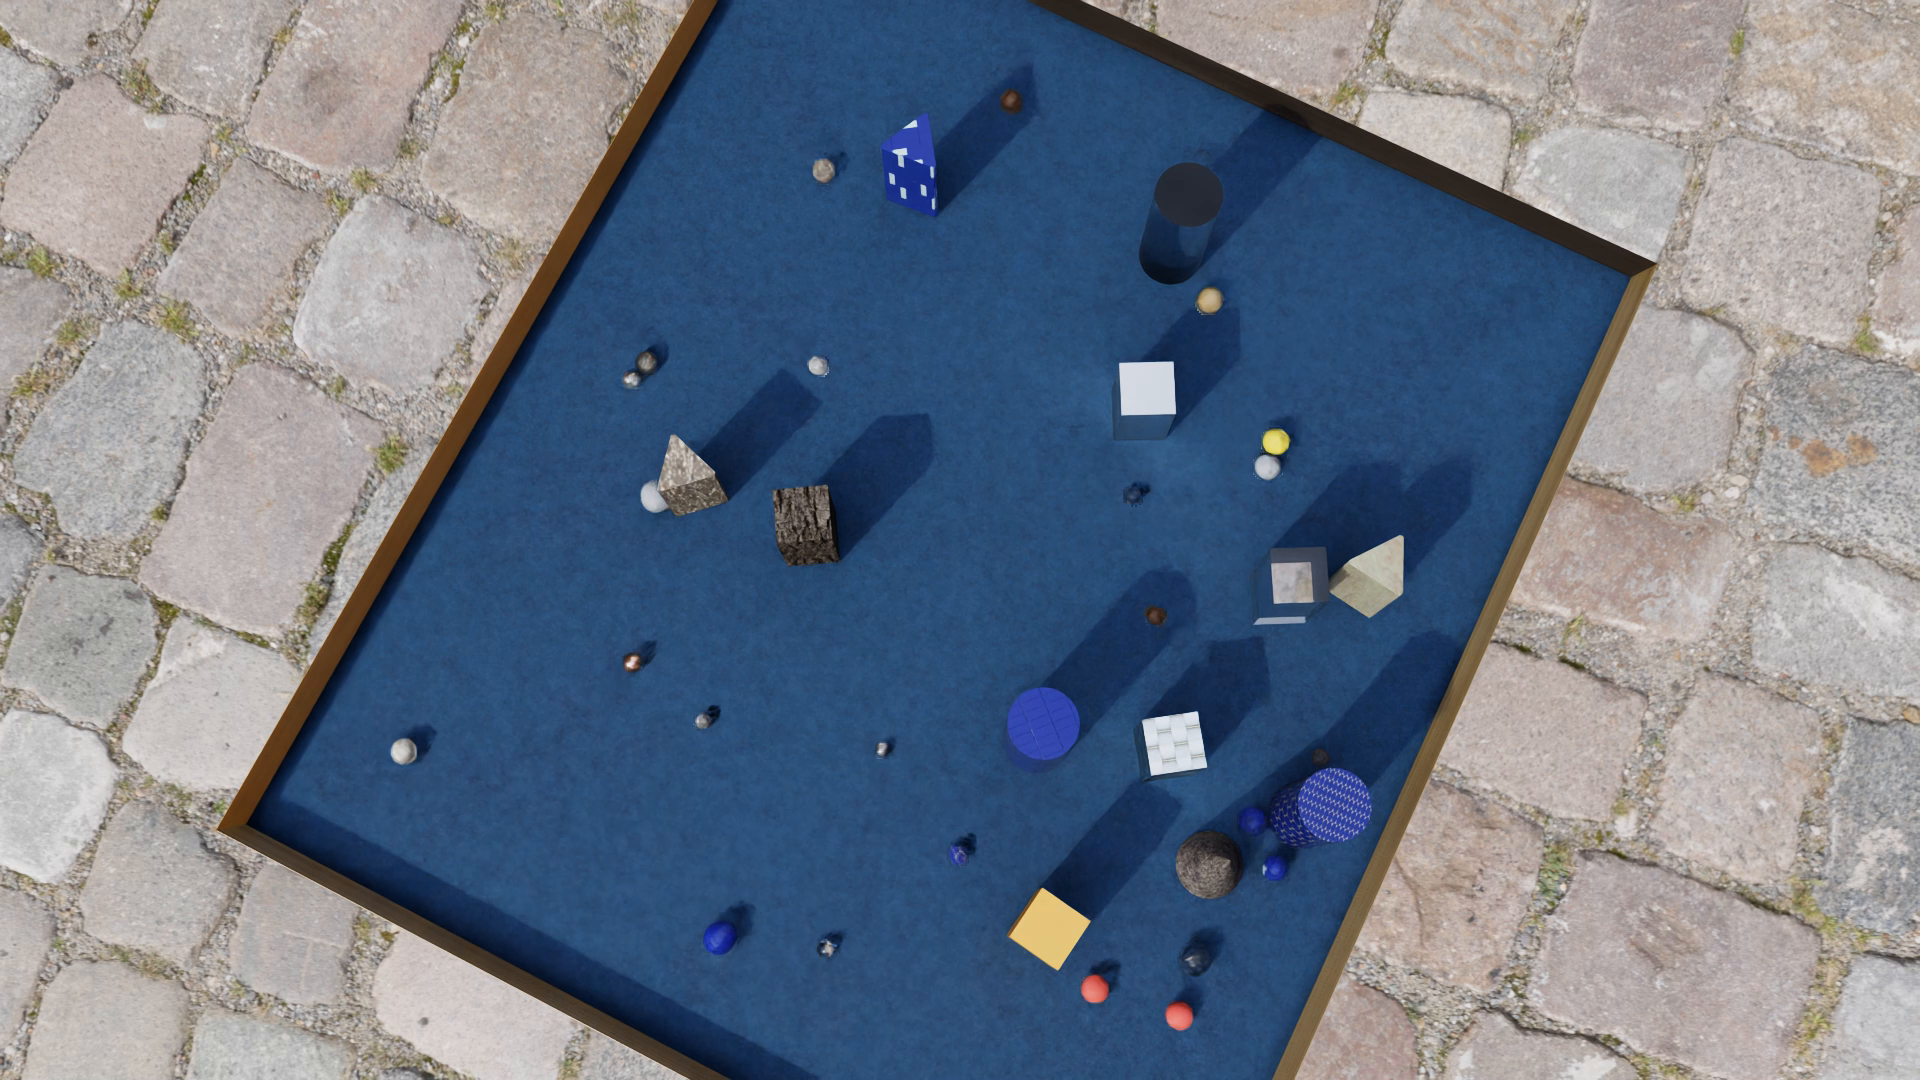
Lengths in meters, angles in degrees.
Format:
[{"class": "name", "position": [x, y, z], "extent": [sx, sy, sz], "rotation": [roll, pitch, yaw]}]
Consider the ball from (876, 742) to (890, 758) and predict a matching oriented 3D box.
[{"class": "ball", "position": [-0.231, 0.626, 5.465], "extent": [0.044, 0.044, 0.044], "rotation": [0, 78, 0]}]

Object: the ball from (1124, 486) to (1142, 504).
[{"class": "ball", "position": [0.530, -0.137, 5.617], "extent": [0.054, 0.054, 0.054], "rotation": [0, 78, 0]}]

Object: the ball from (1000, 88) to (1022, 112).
[{"class": "ball", "position": [0.164, -1.408, 5.871], "extent": [0.072, 0.072, 0.072], "rotation": [0, 78, 0]}]

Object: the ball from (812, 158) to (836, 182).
[{"class": "ball", "position": [-0.434, -1.174, 5.822], "extent": [0.074, 0.074, 0.074], "rotation": [0, 78, 0]}]

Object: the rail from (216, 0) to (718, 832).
[{"class": "rail", "position": [-1.359, -0.658, 5.686], "extent": [0.045, 0.130, 3.478], "rotation": [26, 80, 5]}]

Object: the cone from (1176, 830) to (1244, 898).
[{"class": "cone", "position": [0.738, 0.916, 5.209], "extent": [0.200, 0.428, 0.200], "rotation": [0, 78, 0]}]

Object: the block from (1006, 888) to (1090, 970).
[{"class": "block", "position": [0.247, 1.102, 5.198], "extent": [0.160, 0.372, 0.160], "rotation": [34, 80, 7]}]

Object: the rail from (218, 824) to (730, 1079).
[{"class": "rail", "position": [-0.767, 1.509, 5.237], "extent": [3.086, 0.130, 0.045], "rotation": [26, 80, 5]}]

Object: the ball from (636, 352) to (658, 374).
[{"class": "ball", "position": [-0.975, -0.553, 5.696], "extent": [0.068, 0.068, 0.068], "rotation": [0, 78, 0]}]

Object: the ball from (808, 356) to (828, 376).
[{"class": "ball", "position": [-0.442, -0.541, 5.699], "extent": [0.058, 0.058, 0.058], "rotation": [0, 78, 0]}]

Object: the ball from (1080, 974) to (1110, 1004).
[{"class": "ball", "position": [0.391, 1.300, 5.306], "extent": [0.082, 0.082, 0.082], "rotation": [0, 78, 0]}]

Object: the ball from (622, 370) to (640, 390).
[{"class": "ball", "position": [-1.022, -0.497, 5.689], "extent": [0.059, 0.059, 0.059], "rotation": [0, 78, 0]}]

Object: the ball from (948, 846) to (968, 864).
[{"class": "ball", "position": [-0.005, 0.927, 5.396], "extent": [0.056, 0.056, 0.056], "rotation": [0, 78, 0]}]

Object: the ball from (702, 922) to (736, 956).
[{"class": "ball", "position": [-0.700, 1.159, 5.328], "extent": [0.094, 0.094, 0.094], "rotation": [0, 78, 0]}]

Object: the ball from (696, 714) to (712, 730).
[{"class": "ball", "position": [-0.767, 0.542, 5.480], "extent": [0.048, 0.048, 0.048], "rotation": [0, 78, 0]}]

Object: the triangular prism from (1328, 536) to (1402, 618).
[{"class": "triangular prism", "position": [1.219, 0.088, 5.400], "extent": [0.173, 0.389, 0.150], "rotation": [33, 80, 6]}]

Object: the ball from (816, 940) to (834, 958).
[{"class": "ball", "position": [-0.393, 1.193, 5.344], "extent": [0.050, 0.050, 0.050], "rotation": [0, 78, 0]}]

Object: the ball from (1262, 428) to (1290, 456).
[{"class": "ball", "position": [0.971, -0.302, 5.624], "extent": [0.083, 0.083, 0.083], "rotation": [0, 78, 0]}]

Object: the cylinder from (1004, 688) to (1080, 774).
[{"class": "cylinder", "position": [0.229, 0.551, 5.263], "extent": [0.200, 0.469, 0.200], "rotation": [0, 78, 0]}]

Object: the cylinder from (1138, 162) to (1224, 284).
[{"class": "cylinder", "position": [0.665, -0.954, 5.563], "extent": [0.200, 0.493, 0.200], "rotation": [0, 78, 0]}]

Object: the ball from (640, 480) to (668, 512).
[{"class": "ball", "position": [-0.926, -0.134, 5.593], "extent": [0.100, 0.100, 0.100], "rotation": [0, 78, 0]}]

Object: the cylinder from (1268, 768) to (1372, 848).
[{"class": "cylinder", "position": [1.015, 0.767, 5.203], "extent": [0.200, 0.499, 0.200], "rotation": [0, 78, 0]}]

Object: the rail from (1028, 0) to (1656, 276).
[{"class": "rail", "position": [0.767, -1.496, 5.859], "extent": [3.086, 0.130, 0.045], "rotation": [26, 80, 5]}]

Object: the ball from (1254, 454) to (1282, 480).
[{"class": "ball", "position": [0.945, -0.225, 5.622], "extent": [0.081, 0.081, 0.081], "rotation": [0, 78, 0]}]

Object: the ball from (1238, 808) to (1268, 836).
[{"class": "ball", "position": [0.864, 0.831, 5.401], "extent": [0.086, 0.086, 0.086], "rotation": [0, 78, 0]}]

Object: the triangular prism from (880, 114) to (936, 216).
[{"class": "triangular prism", "position": [-0.128, -1.168, 5.656], "extent": [0.173, 0.396, 0.150], "rotation": [21, 79, 4]}]

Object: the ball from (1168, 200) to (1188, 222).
[{"class": "ball", "position": [0.690, -1.039, 5.796], "extent": [0.067, 0.067, 0.067], "rotation": [0, 78, 0]}]

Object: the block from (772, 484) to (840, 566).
[{"class": "block", "position": [-0.454, -0.039, 5.448], "extent": [0.160, 0.347, 0.160], "rotation": [-5, 78, -1]}]

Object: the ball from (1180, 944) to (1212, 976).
[{"class": "ball", "position": [0.683, 1.219, 5.318], "extent": [0.091, 0.091, 0.091], "rotation": [0, 78, 0]}]

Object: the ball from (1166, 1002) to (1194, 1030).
[{"class": "ball", "position": [0.634, 1.374, 5.291], "extent": [0.081, 0.081, 0.081], "rotation": [0, 78, 0]}]

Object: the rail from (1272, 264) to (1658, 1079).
[{"class": "rail", "position": [1.359, 0.672, 5.410], "extent": [0.045, 0.130, 3.478], "rotation": [26, 80, 5]}]

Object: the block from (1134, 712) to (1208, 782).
[{"class": "block", "position": [0.609, 0.607, 5.344], "extent": [0.160, 0.288, 0.160], "rotation": [-8, 78, -2]}]

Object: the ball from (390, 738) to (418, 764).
[{"class": "ball", "position": [-1.652, 0.629, 5.447], "extent": [0.077, 0.077, 0.077], "rotation": [0, 78, 0]}]

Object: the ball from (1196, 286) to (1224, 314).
[{"class": "ball", "position": [0.783, -0.750, 5.729], "extent": [0.084, 0.084, 0.084], "rotation": [0, 78, 0]}]

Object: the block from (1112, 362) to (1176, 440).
[{"class": "block", "position": [0.553, -0.417, 5.551], "extent": [0.160, 0.297, 0.160], "rotation": [-1, 78, 0]}]

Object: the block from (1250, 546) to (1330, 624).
[{"class": "block", "position": [0.967, 0.138, 5.395], "extent": [0.160, 0.379, 0.160], "rotation": [-2, 78, 0]}]

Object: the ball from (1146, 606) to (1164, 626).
[{"class": "ball", "position": [0.590, 0.230, 5.540], "extent": [0.056, 0.056, 0.056], "rotation": [0, 78, 0]}]

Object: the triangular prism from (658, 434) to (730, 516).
[{"class": "triangular prism", "position": [-0.814, -0.203, 5.486], "extent": [0.173, 0.337, 0.150], "rotation": [-17, 79, -3]}]

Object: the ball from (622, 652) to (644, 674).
[{"class": "ball", "position": [-0.983, 0.370, 5.507], "extent": [0.065, 0.065, 0.065], "rotation": [0, 78, 0]}]

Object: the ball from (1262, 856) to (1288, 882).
[{"class": "ball", "position": [0.924, 0.965, 5.379], "extent": [0.075, 0.075, 0.075], "rotation": [0, 78, 0]}]
